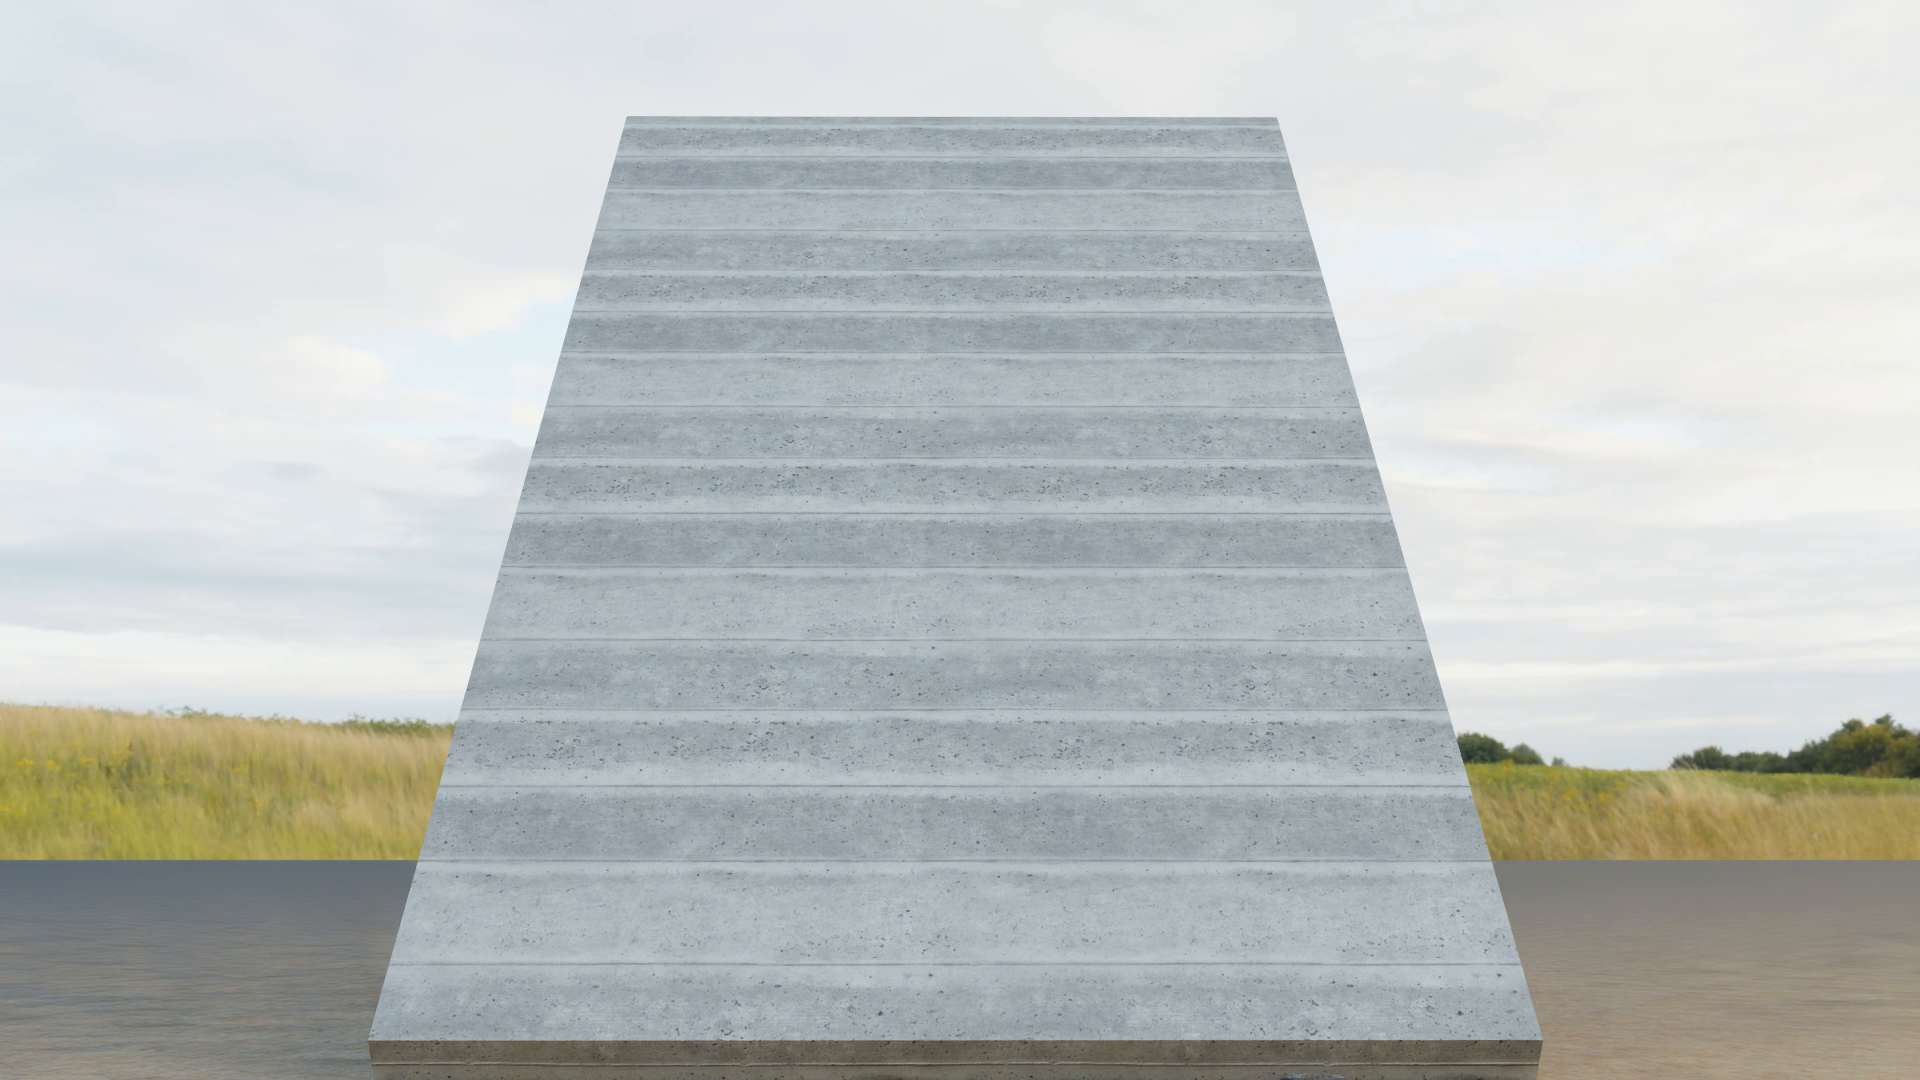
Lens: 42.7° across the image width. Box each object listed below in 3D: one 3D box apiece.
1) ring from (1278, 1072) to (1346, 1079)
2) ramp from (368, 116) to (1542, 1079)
[{"bbox_3d":[0.562,0.874,3.904,0.123,0.041,0.123,0,-6,0],"label":"ring"},{"bbox_3d":[-0.015,-0.183,5.888,2.000,0.100,4.000,0,33,0],"label":"ramp"}]
